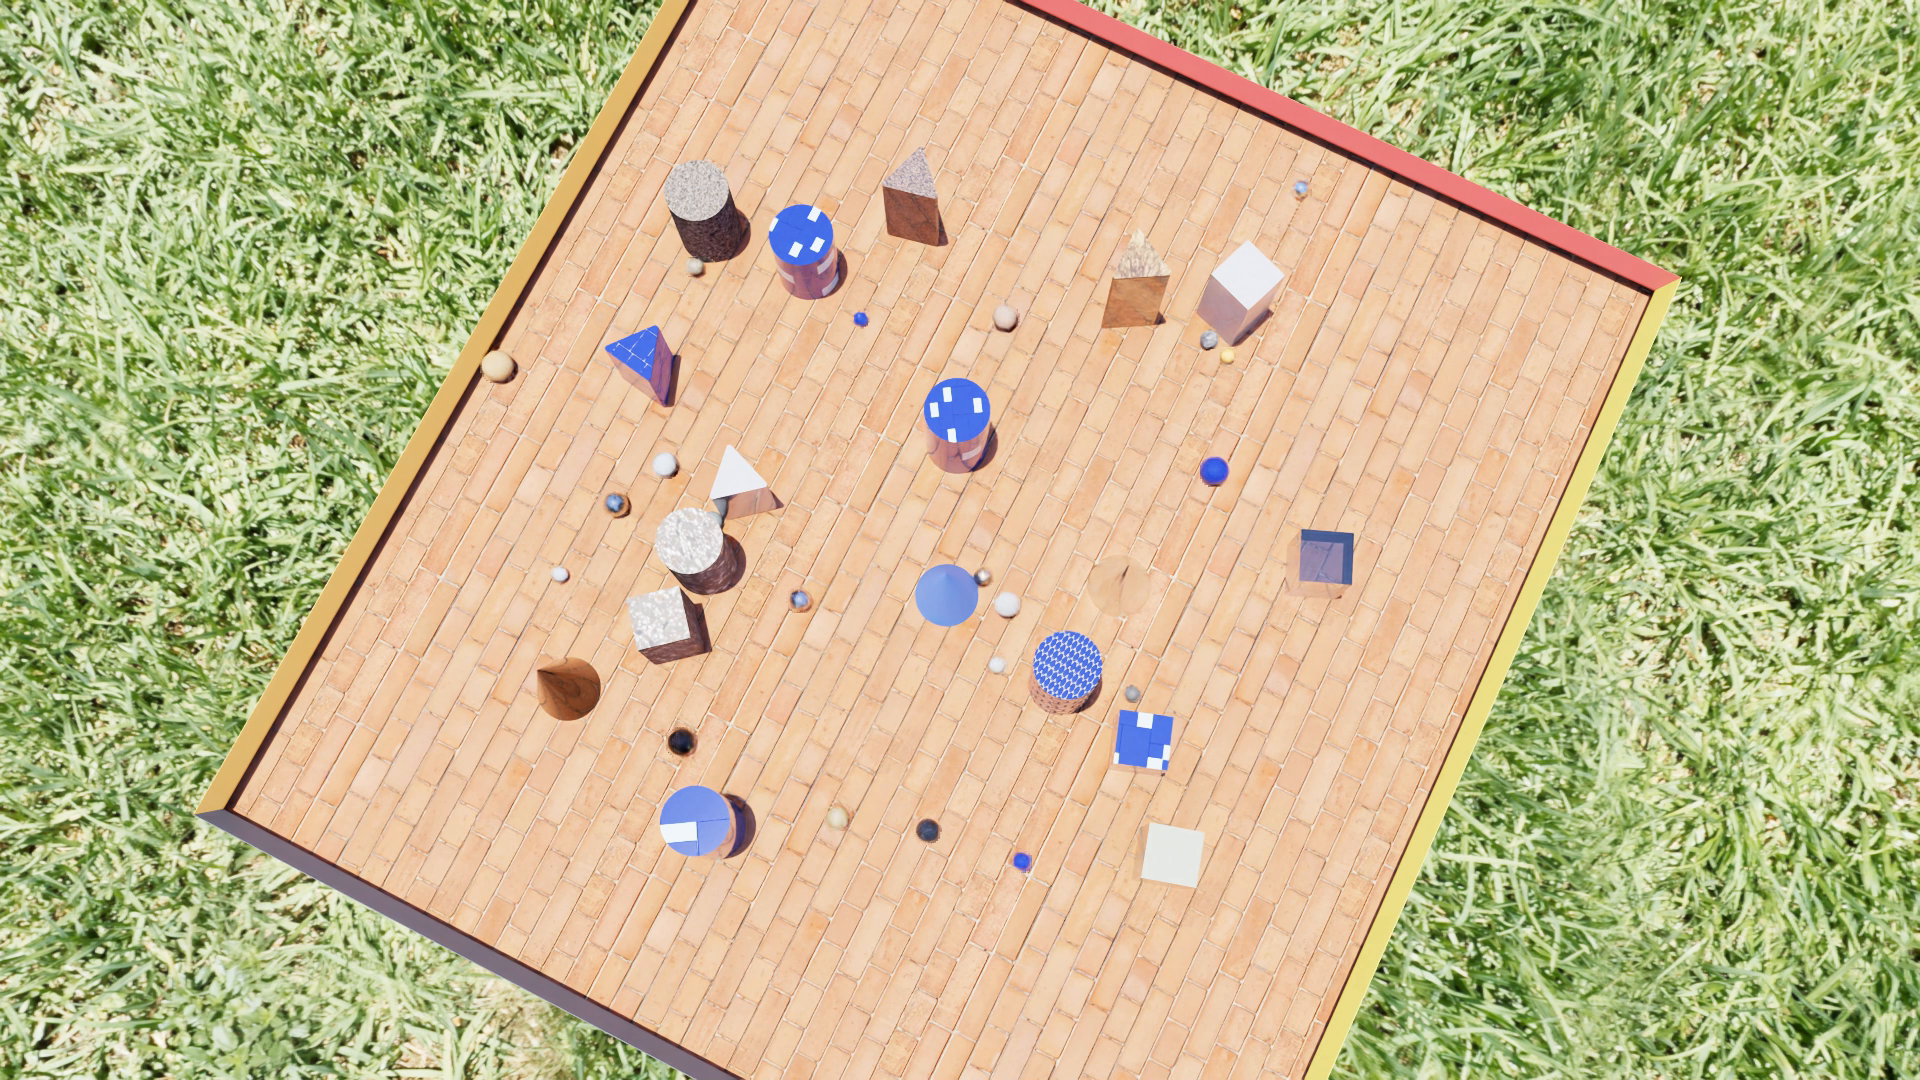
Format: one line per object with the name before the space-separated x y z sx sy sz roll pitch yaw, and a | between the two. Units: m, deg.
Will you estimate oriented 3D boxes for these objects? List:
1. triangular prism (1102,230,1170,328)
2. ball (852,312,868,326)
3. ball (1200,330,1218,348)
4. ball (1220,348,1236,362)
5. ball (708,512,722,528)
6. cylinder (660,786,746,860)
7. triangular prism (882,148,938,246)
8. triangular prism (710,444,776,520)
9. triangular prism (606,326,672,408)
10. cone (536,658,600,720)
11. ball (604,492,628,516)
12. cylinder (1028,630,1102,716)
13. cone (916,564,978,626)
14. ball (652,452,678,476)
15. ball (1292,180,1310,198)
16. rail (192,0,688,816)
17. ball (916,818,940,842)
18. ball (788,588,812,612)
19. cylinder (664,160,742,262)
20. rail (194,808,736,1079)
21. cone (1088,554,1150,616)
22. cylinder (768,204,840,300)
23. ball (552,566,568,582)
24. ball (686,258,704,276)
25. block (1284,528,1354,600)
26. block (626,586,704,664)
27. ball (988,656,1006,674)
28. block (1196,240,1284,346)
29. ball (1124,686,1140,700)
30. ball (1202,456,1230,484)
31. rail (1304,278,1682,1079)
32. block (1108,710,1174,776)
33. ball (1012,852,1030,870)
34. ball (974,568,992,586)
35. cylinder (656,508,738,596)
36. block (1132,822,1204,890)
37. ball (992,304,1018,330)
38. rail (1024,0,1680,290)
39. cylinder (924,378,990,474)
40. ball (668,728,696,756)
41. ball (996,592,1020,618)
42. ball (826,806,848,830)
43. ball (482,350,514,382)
triangular prism | 0.523 -0.790 5.546 0.168 0.458 0.145 -4 78 -1
ball | -0.313 -0.693 5.737 0.046 0.046 0.046 0 78 0
ball | 0.777 -0.628 5.717 0.058 0.058 0.058 0 78 0
ball | 0.835 -0.574 5.712 0.045 0.045 0.045 0 78 0
ball | -0.757 -0.057 5.596 0.063 0.063 0.063 0 78 0
cylinder | -0.732 0.815 5.250 0.194 0.388 0.194 0 78 0
triangular prism | -0.132 -1.062 5.634 0.168 0.395 0.145 14 79 3
triangular prism | -0.662 -0.181 5.504 0.168 0.294 0.145 -13 79 -3
triangular prism | -0.942 -0.548 5.575 0.168 0.304 0.145 35 80 7
cone | -1.179 0.405 5.313 0.194 0.431 0.194 0 78 0
ball | -1.051 -0.109 5.601 0.075 0.075 0.075 0 78 0
cylinder | 0.302 0.391 5.328 0.194 0.407 0.194 0 78 0
cone | -0.040 0.131 5.404 0.194 0.364 0.194 0 78 0
ball | -0.906 -0.232 5.626 0.076 0.076 0.076 0 78 0
ball | 1.081 -1.115 5.818 0.057 0.057 0.057 0 78 0
rail | -1.433 -0.695 5.695 0.045 0.126 3.463 26 80 5
ball | -0.096 0.856 5.404 0.069 0.069 0.069 0 78 0
ball | -0.483 0.181 5.544 0.069 0.069 0.069 0 78 0
cylinder | -0.787 -1.008 5.644 0.194 0.355 0.194 0 78 0
rail | -0.764 1.502 5.240 3.252 0.126 0.045 26 80 5
cone | 0.485 0.104 5.417 0.194 0.348 0.194 0 78 0
cylinder | -0.476 -0.882 5.639 0.194 0.314 0.194 0 78 0
ball | -1.215 0.106 5.570 0.048 0.048 0.048 0 78 0
ball | -0.832 -0.860 5.765 0.056 0.056 0.056 0 78 0
block | 1.071 0.074 5.474 0.155 0.248 0.155 5 78 1
block | -0.866 0.255 5.407 0.155 0.307 0.155 -14 79 -3
ball | 0.110 0.376 5.513 0.051 0.051 0.051 0 78 0
block | 0.852 -0.748 5.589 0.155 0.356 0.155 -43 81 -8
ball | 0.516 0.460 5.498 0.047 0.047 0.047 0 78 0
ball | 0.782 -0.213 5.616 0.087 0.087 0.087 0 78 0
rail | 1.433 0.708 5.405 0.045 0.126 3.463 26 80 5
block | 0.527 0.597 5.373 0.155 0.235 0.155 8 78 2
ball | 0.181 0.945 5.394 0.053 0.053 0.053 0 78 0
ball | 0.069 0.111 5.565 0.055 0.055 0.055 0 78 0
cylinder | -0.777 0.038 5.428 0.194 0.354 0.194 0 78 0
block | 0.595 0.911 5.270 0.155 0.309 0.155 10 78 2
ball | 0.140 -0.694 5.720 0.078 0.078 0.078 0 78 0
rail | 0.764 -1.489 5.859 3.252 0.126 0.045 26 80 5
cylinder | -0.008 -0.337 5.490 0.194 0.384 0.194 0 78 0
ball | -0.828 0.602 5.450 0.082 0.082 0.082 0 78 0
ball | 0.145 0.196 5.537 0.076 0.076 0.076 0 78 0
ball | -0.362 0.821 5.412 0.068 0.068 0.068 0 78 0
ball | -1.433 -0.541 5.679 0.097 0.097 0.097 0 78 0
